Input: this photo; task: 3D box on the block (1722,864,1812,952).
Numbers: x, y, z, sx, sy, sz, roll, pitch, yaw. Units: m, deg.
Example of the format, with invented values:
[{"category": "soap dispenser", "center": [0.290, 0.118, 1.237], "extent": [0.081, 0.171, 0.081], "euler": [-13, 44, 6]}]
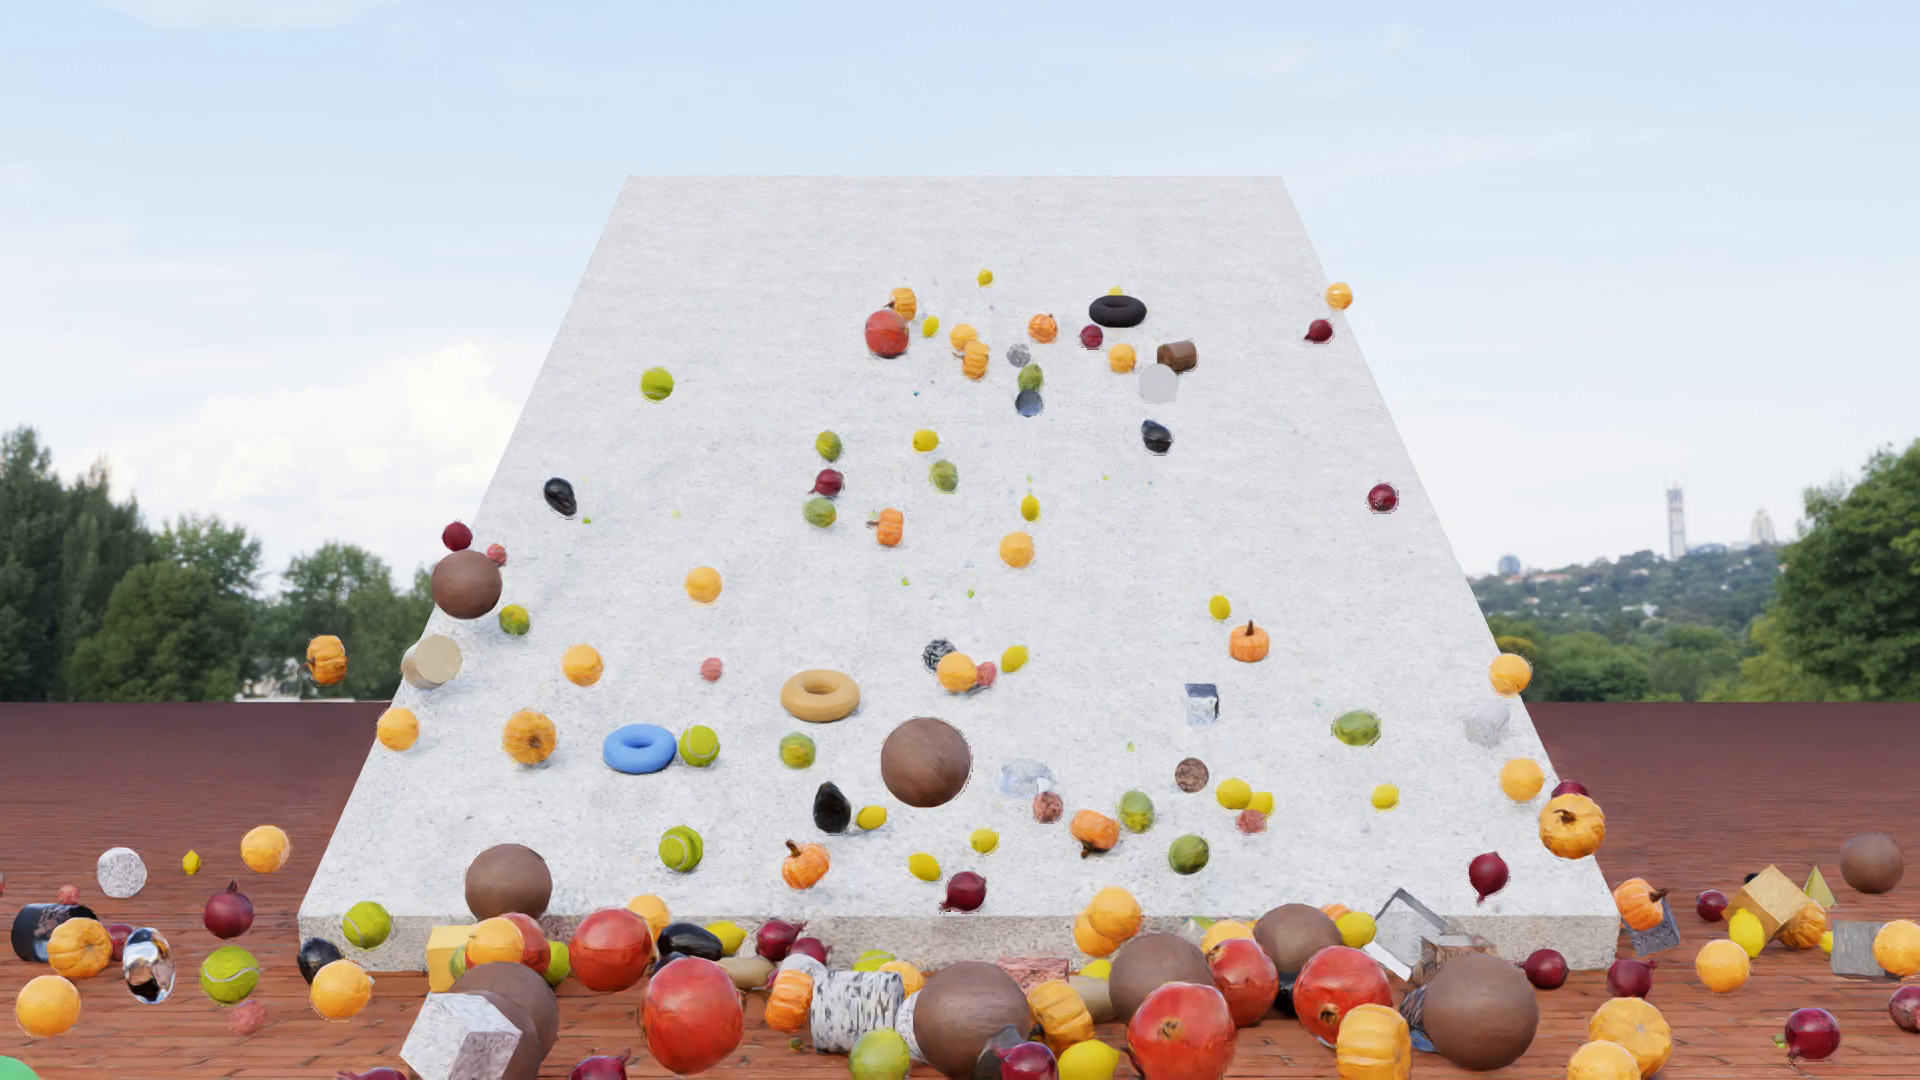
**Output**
[{"category": "block", "center": [1.311, 0.598, 3.807], "extent": [0.083, 0.083, 0.083], "euler": [-27, -29, -31]}]

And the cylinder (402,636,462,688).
[{"category": "cylinder", "center": [-0.930, 0.216, 4.116], "extent": [0.085, 0.085, 0.085], "euler": [2, -9, -29]}]

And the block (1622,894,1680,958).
[{"category": "block", "center": [1.047, 0.584, 3.545], "extent": [0.065, 0.065, 0.065], "euler": [-23, -3, 18]}]

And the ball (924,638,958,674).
[{"category": "ball", "center": [-0.035, 0.210, 4.229], "extent": [0.062, 0.062, 0.062], "euler": [0, -4, 0]}]

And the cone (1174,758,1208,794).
[{"category": "cone", "center": [0.374, 0.389, 3.887], "extent": [0.060, 0.060, 0.060], "euler": [1, -3, -16]}]

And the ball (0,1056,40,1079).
[{"category": "ball", "center": [-0.872, 0.512, 2.102], "extent": [0.096, 0.096, 0.096], "euler": [0, -4, 0]}]

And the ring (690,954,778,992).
[{"category": "ring", "center": [-0.325, 0.618, 3.338], "extent": [0.135, 0.045, 0.135], "euler": [4, -10, 1]}]

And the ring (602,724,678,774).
[{"category": "ring", "center": [-0.540, 0.352, 3.947], "extent": [0.126, 0.042, 0.126], "euler": [1, 25, -1]}]

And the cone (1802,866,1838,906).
[{"category": "cone", "center": [1.721, 0.693, 4.704], "extent": [0.080, 0.080, 0.080], "euler": [0, -4, 0]}]

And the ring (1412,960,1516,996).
[{"category": "ring", "center": [0.713, 0.617, 3.313], "extent": [0.144, 0.048, 0.144], "euler": [1, -5, 0]}]

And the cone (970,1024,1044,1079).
[{"category": "cone", "center": [0.067, 0.565, 2.460], "extent": [0.082, 0.082, 0.082], "euler": [28, 9, 26]}]

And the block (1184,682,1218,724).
[{"category": "block", "center": [0.420, 0.286, 4.079], "extent": [0.054, 0.054, 0.054], "euler": [0, 25, -1]}]

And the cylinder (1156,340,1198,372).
[{"category": "cylinder", "center": [0.521, -0.440, 5.621], "extent": [0.071, 0.071, 0.071], "euler": [-13, 2, -27]}]

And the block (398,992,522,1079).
[{"category": "block", "center": [-0.455, 0.459, 2.131], "extent": [0.065, 0.065, 0.065], "euler": [31, 7, 37]}]

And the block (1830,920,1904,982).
[{"category": "block", "center": [1.232, 0.559, 3.177], "extent": [0.071, 0.071, 0.071], "euler": [-4, -18, 39]}]

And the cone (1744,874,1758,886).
[{"category": "cone", "center": [1.617, 0.723, 4.764], "extent": [0.065, 0.065, 0.065], "euler": [-4, 21, 43]}]

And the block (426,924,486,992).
[{"category": "block", "center": [-0.721, 0.597, 3.346], "extent": [0.068, 0.068, 0.068], "euler": [-1, 19, -3]}]

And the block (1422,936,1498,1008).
[{"category": "block", "center": [0.681, 0.589, 3.196], "extent": [0.083, 0.083, 0.083], "euler": [0, 0, -3]}]

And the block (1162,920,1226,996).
[{"category": "block", "center": [0.326, 0.581, 3.260], "extent": [0.061, 0.061, 0.061], "euler": [39, -23, 32]}]

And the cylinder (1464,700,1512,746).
[{"category": "cylinder", "center": [0.905, 0.312, 4.008], "extent": [0.060, 0.060, 0.060], "euler": [-3, 22, 38]}]

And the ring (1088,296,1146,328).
[{"category": "ring", "center": [0.401, -0.583, 5.956], "extent": [0.148, 0.049, 0.148], "euler": [-1, 26, 0]}]

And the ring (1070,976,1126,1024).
[{"category": "ring", "center": [0.141, 0.598, 3.041], "extent": [0.149, 0.050, 0.149], "euler": [-1, -3, 0]}]

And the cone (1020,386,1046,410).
[{"category": "cone", "center": [0.157, -0.313, 5.397], "extent": [0.063, 0.063, 0.063], "euler": [1, -29, -19]}]

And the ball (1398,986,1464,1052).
[{"category": "ball", "center": [0.556, 0.565, 2.761], "extent": [0.077, 0.077, 0.077], "euler": [0, -4, 0]}]

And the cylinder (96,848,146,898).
[{"category": "cylinder", "center": [-1.747, 0.692, 4.872], "extent": [0.094, 0.094, 0.094], "euler": [2, 0, -23]}]

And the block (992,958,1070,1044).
[{"category": "block", "center": [0.087, 0.565, 2.871], "extent": [0.088, 0.088, 0.088], "euler": [0, -1, 7]}]

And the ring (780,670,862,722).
[{"category": "ring", "center": [-0.245, 0.272, 4.113], "extent": [0.142, 0.047, 0.142], "euler": [1, 26, -1]}]

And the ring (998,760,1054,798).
[{"category": "ring", "center": [0.108, 0.395, 3.870], "extent": [0.095, 0.032, 0.095], "euler": [1, 26, 0]}]

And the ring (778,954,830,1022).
[{"category": "ring", "center": [-0.189, 0.574, 2.982], "extent": [0.035, 0.106, 0.106], "euler": [-41, -18, 16]}]

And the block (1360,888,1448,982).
[{"category": "block", "center": [0.641, 0.570, 3.380], "extent": [0.085, 0.085, 0.085], "euler": [38, -15, 19]}]

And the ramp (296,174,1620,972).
[{"category": "ramp", "center": [-0.009, -0.229, 5.368], "extent": [2.000, 0.100, 4.000], "euler": [0, 25, 0]}]

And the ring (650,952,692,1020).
[{"category": "ring", "center": [-0.369, 0.569, 2.989], "extent": [0.029, 0.086, 0.086], "euler": [19, -12, -27]}]

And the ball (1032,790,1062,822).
[{"category": "ball", "center": [0.141, 0.429, 3.772], "extent": [0.050, 0.050, 0.050], "euler": [0, -4, 0]}]

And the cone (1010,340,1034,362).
[{"category": "cone", "center": [0.141, -0.445, 5.684], "extent": [0.059, 0.059, 0.059], "euler": [1, -29, -20]}]

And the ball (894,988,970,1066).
[{"category": "ball", "center": [-0.032, 0.555, 2.668], "extent": [0.086, 0.086, 0.086], "euler": [0, -4, 0]}]
